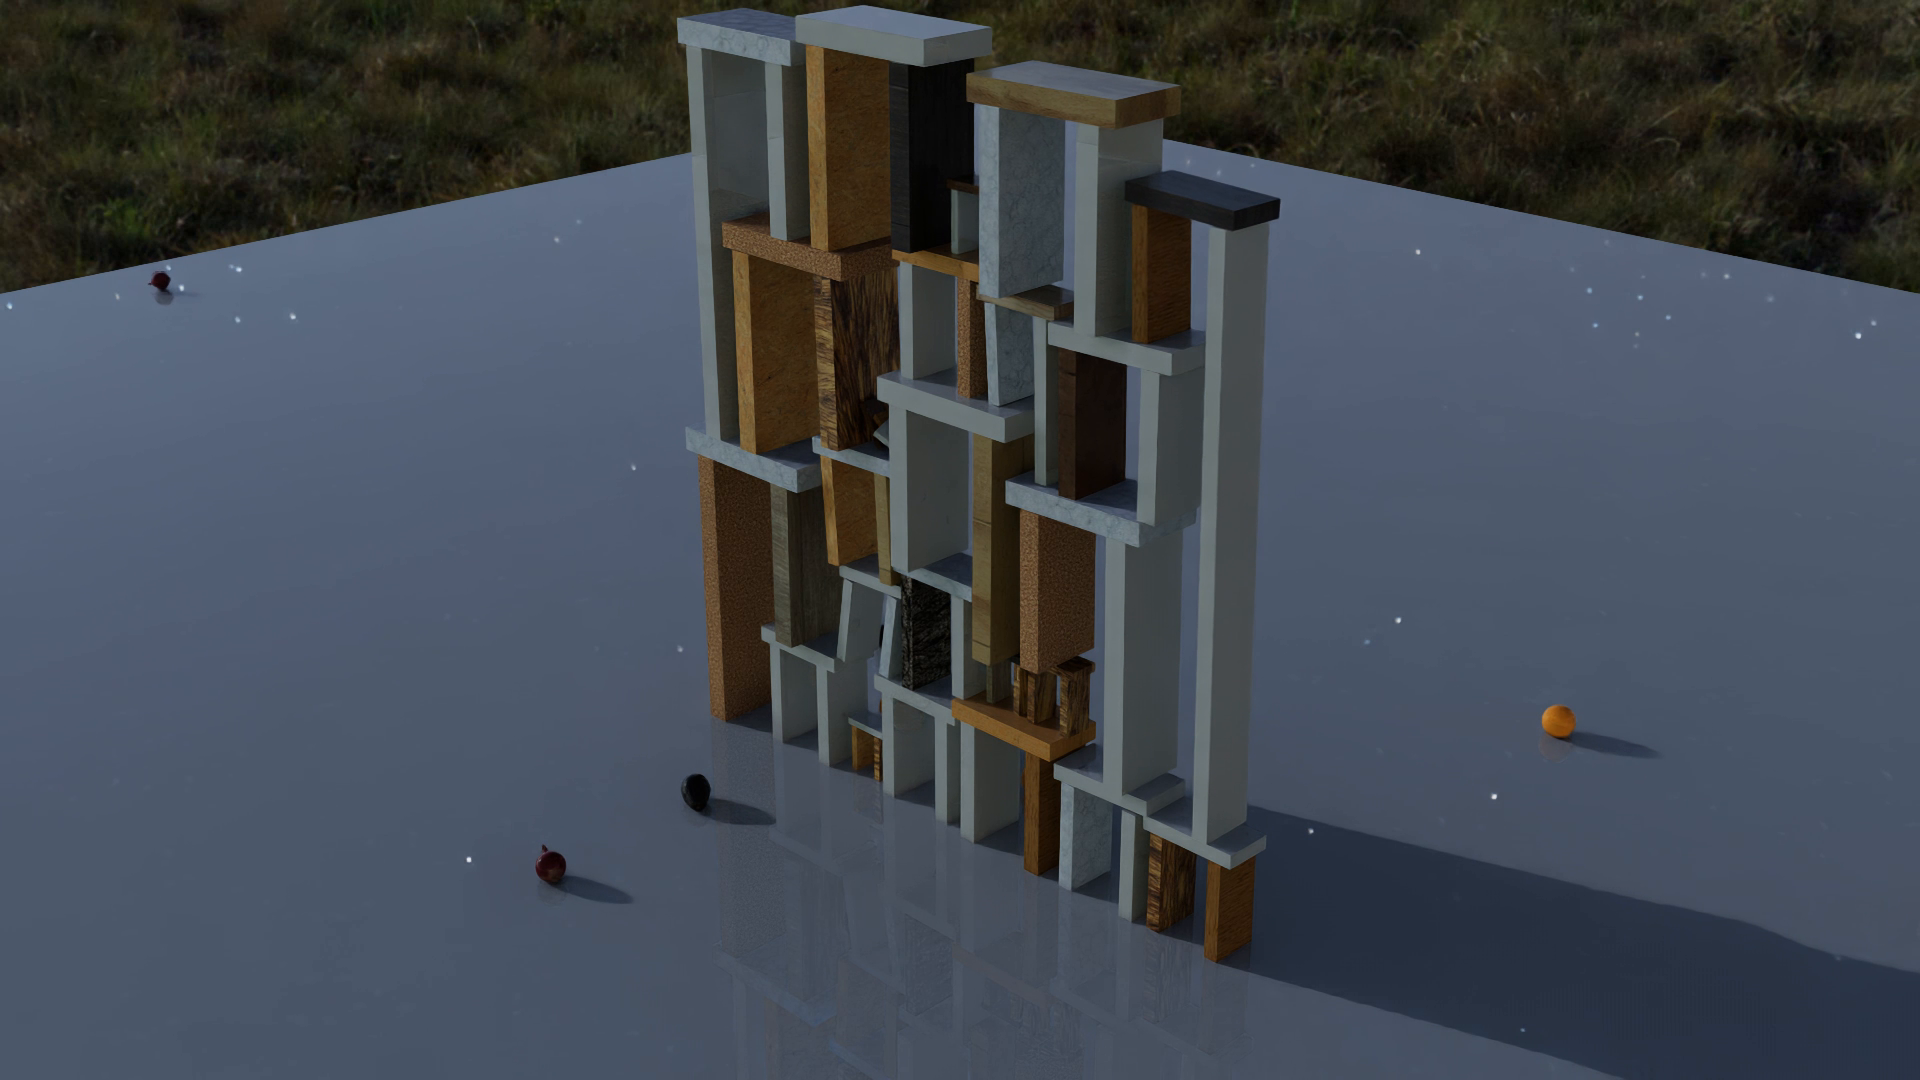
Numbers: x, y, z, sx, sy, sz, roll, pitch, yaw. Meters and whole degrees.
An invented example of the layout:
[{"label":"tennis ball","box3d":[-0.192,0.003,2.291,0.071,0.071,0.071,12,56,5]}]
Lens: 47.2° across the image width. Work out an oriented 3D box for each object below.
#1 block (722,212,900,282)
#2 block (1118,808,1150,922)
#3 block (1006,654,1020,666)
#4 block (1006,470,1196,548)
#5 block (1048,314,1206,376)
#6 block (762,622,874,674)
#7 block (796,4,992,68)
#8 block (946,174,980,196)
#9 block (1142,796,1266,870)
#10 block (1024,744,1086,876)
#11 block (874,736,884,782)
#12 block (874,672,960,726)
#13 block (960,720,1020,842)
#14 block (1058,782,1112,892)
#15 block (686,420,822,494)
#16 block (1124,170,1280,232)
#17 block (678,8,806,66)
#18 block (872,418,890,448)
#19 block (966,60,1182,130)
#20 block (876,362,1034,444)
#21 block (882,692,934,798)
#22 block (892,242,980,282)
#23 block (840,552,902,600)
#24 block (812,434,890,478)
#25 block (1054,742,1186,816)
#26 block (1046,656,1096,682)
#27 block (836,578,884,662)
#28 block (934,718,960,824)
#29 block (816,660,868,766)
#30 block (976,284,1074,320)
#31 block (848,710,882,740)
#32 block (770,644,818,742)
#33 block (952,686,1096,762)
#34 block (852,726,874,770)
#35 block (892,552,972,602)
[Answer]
[{"label":"block","box3d":[-0.285,-0.580,4.288,0.347,0.049,0.174,21,31,41]},{"label":"block","box3d":[0.347,0.587,4.090,0.032,0.225,0.113,21,31,41]},{"label":"block","box3d":[0.101,0.211,4.211,0.107,0.015,0.054,21,31,40]},{"label":"block","box3d":[0.250,-0.069,3.931,0.315,0.045,0.157,20,30,41]},{"label":"block","box3d":[0.299,-0.342,3.761,0.275,0.039,0.137,19,30,41]},{"label":"block","box3d":[-0.301,0.213,4.634,0.228,0.032,0.114,21,31,40]},{"label":"block","box3d":[-0.122,-0.914,3.977,0.169,0.048,0.338,-21,31,-40]},{"label":"block","box3d":[0.039,-0.630,3.916,0.117,0.017,0.058,20,30,40]},{"label":"block","box3d":[0.440,0.526,3.965,0.101,0.029,0.203,-21,31,-40]},{"label":"block","box3d":[0.183,0.505,4.238,0.037,0.259,0.130,21,31,41]},{"label":"block","box3d":[-0.154,0.447,4.576,0.015,0.103,0.051,21,31,41]},{"label":"block","box3d":[-0.051,0.302,4.415,0.116,0.033,0.231,-21,31,-40]},{"label":"block","box3d":[0.060,0.457,4.351,0.037,0.259,0.130,21,31,41]},{"label":"block","box3d":[0.241,0.546,4.187,0.112,0.225,0.032,-21,31,-40]},{"label":"block","box3d":[-0.388,-0.190,4.568,0.178,0.050,0.356,-21,31,-40]},{"label":"block","box3d":[0.393,-0.554,3.575,0.116,0.033,0.231,-20,32,-40]},{"label":"block","box3d":[-0.371,-0.966,4.215,0.168,0.048,0.336,-21,31,-40]},{"label":"block","box3d":[-0.117,-0.189,4.245,0.095,0.014,0.048,39,47,5]},{"label":"block","box3d":[0.189,-0.752,3.701,0.334,0.047,0.167,20,30,40]},{"label":"block","box3d":[0.020,-0.263,4.084,0.332,0.047,0.166,21,31,40]},{"label":"block","box3d":[-0.106,0.402,4.517,0.116,0.231,0.033,-21,31,-41]},{"label":"block","box3d":[-0.006,-0.518,4.013,0.223,0.032,0.112,21,31,40]},{"label":"block","box3d":[-0.145,0.070,4.412,0.184,0.026,0.092,19,29,41]},{"label":"block","box3d":[-0.172,-0.177,4.334,0.115,0.033,0.229,-21,29,-41]},{"label":"block","box3d":[0.296,0.444,4.089,0.225,0.032,0.112,19,29,41]},{"label":"block","box3d":[0.186,0.229,4.121,0.125,0.018,0.063,21,31,40]},{"label":"block","box3d":[-0.202,0.151,4.503,0.092,0.189,0.026,-20,39,-39]},{"label":"block","box3d":[0.003,0.445,4.416,0.116,0.231,0.033,-21,31,-40]},{"label":"block","box3d":[-0.247,0.354,4.636,0.032,0.228,0.114,21,31,41]},{"label":"block","box3d":[0.129,-0.430,3.897,0.095,0.027,0.189,-21,31,-41]},{"label":"block","box3d":[-0.178,0.383,4.576,0.103,0.015,0.051,21,31,41]},{"label":"block","box3d":[-0.352,0.312,4.735,0.114,0.228,0.032,-21,31,-40]},{"label":"block","box3d":[0.122,0.345,4.237,0.259,0.037,0.130,21,31,41]},{"label":"block","box3d":[-0.203,0.428,4.621,0.015,0.103,0.051,21,31,41]},{"label":"block","box3d":[-0.017,0.060,4.272,0.215,0.030,0.108,21,31,40]}]
